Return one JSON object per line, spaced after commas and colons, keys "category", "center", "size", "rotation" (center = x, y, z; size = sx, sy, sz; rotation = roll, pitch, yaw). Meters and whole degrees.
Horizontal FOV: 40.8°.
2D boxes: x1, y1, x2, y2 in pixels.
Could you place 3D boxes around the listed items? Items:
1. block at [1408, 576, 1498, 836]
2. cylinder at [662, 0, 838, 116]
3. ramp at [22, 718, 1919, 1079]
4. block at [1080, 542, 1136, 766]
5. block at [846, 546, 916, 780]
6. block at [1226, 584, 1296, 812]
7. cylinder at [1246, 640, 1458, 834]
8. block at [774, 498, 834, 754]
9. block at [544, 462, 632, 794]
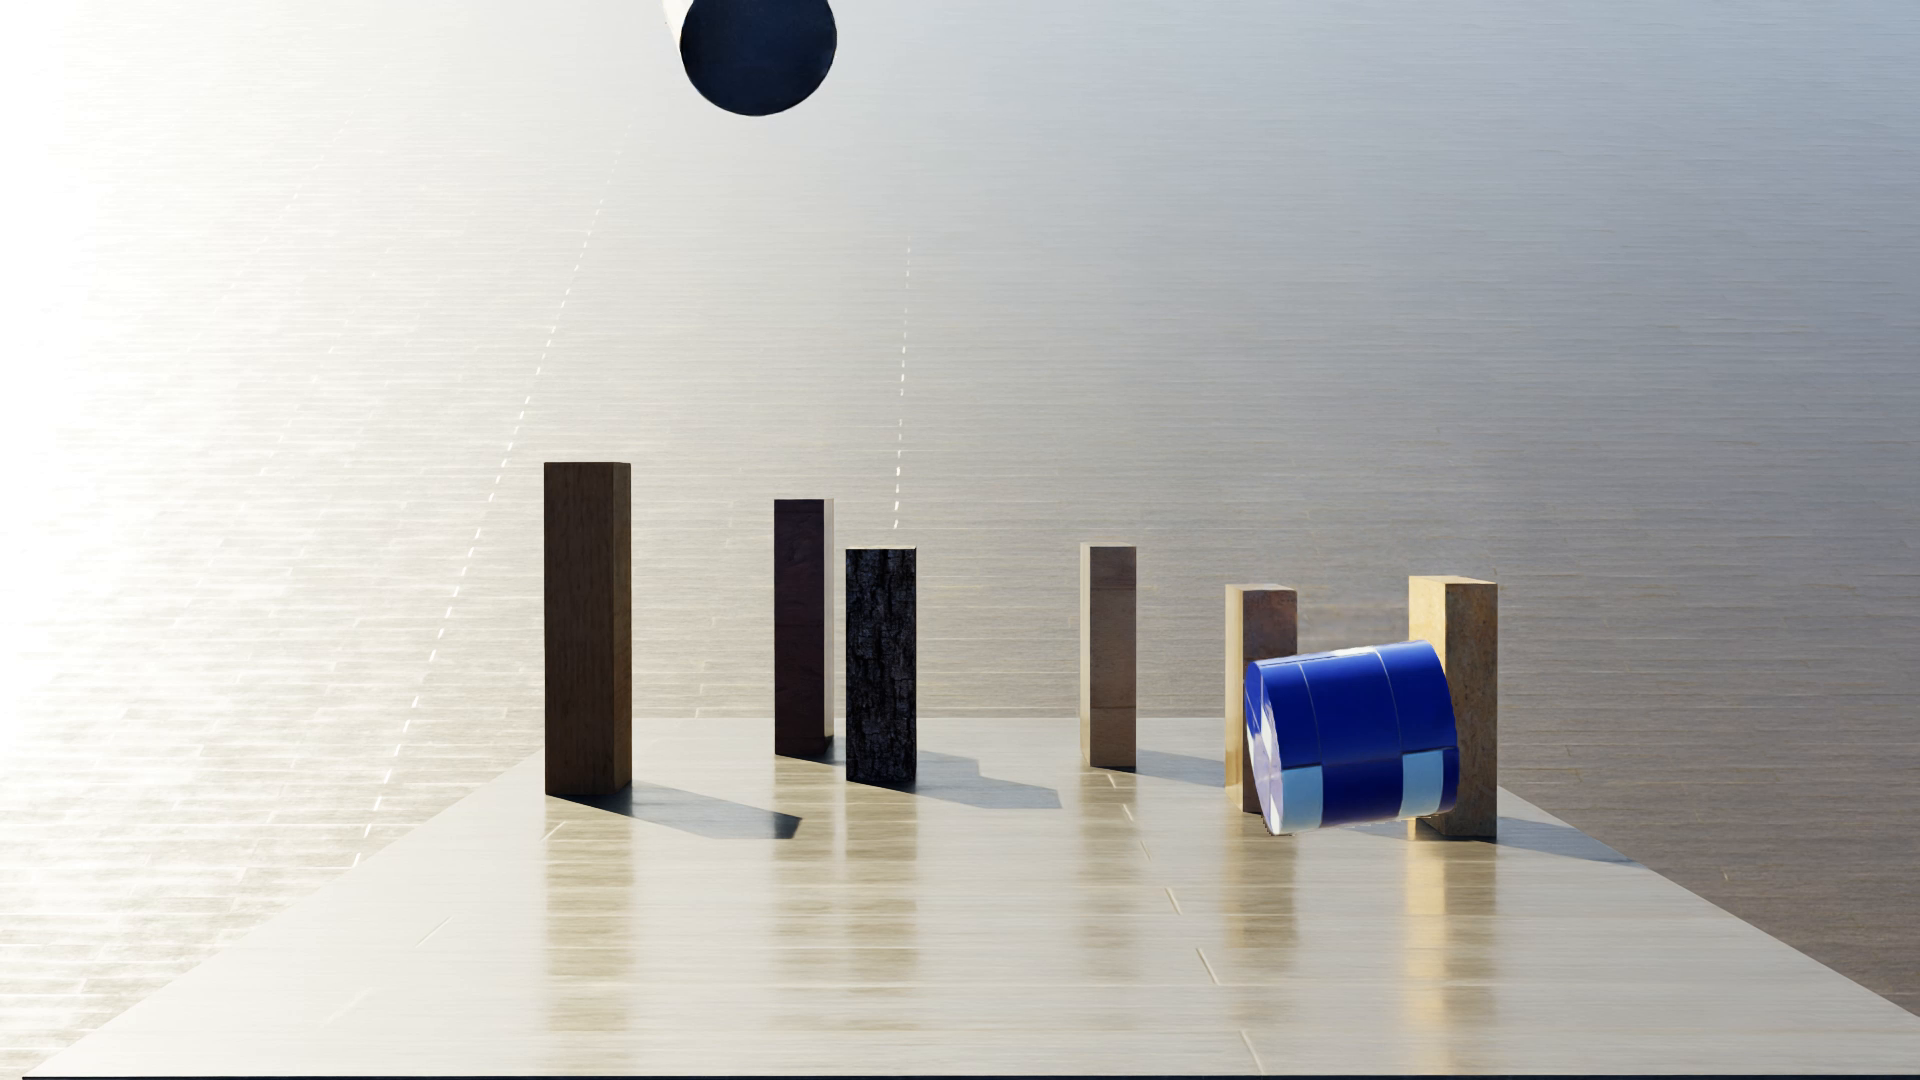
{"category": "block", "center": [0.861, 0.282, 4.524], "size": [0.088, 0.426, 0.353], "rotation": [0, 1, 0]}
{"category": "cylinder", "center": [-0.222, -0.550, 2.697], "size": [0.162, 0.162, 0.162], "rotation": [-6, 33, -11]}
{"category": "ramp", "center": [0.060, 0.544, 4.580], "size": [2.000, 0.100, 4.000], "rotation": [0, 1, 0]}
{"category": "block", "center": [0.322, 0.241, 5.639], "size": [0.098, 0.463, 0.419], "rotation": [0, 1, 0]}
{"category": "block", "center": [-0.160, 0.247, 5.318], "size": [0.138, 0.465, 0.300], "rotation": [0, 1, 0]}
{"category": "block", "center": [0.560, 0.289, 4.817], "size": [0.098, 0.401, 0.300], "rotation": [0, 1, 0]}
{"category": "cylinder", "center": [0.409, 0.207, 2.712], "size": [0.183, 0.183, 0.183], "rotation": [-7, 27, -4]}
{"category": "block", "center": [-0.354, 0.187, 5.897], "size": [0.110, 0.562, 0.445], "rotation": [0, 1, 0]}
{"category": "block", "center": [-0.729, 0.166, 5.071], "size": [0.133, 0.637, 0.272], "rotation": [0, 1, 0]}
